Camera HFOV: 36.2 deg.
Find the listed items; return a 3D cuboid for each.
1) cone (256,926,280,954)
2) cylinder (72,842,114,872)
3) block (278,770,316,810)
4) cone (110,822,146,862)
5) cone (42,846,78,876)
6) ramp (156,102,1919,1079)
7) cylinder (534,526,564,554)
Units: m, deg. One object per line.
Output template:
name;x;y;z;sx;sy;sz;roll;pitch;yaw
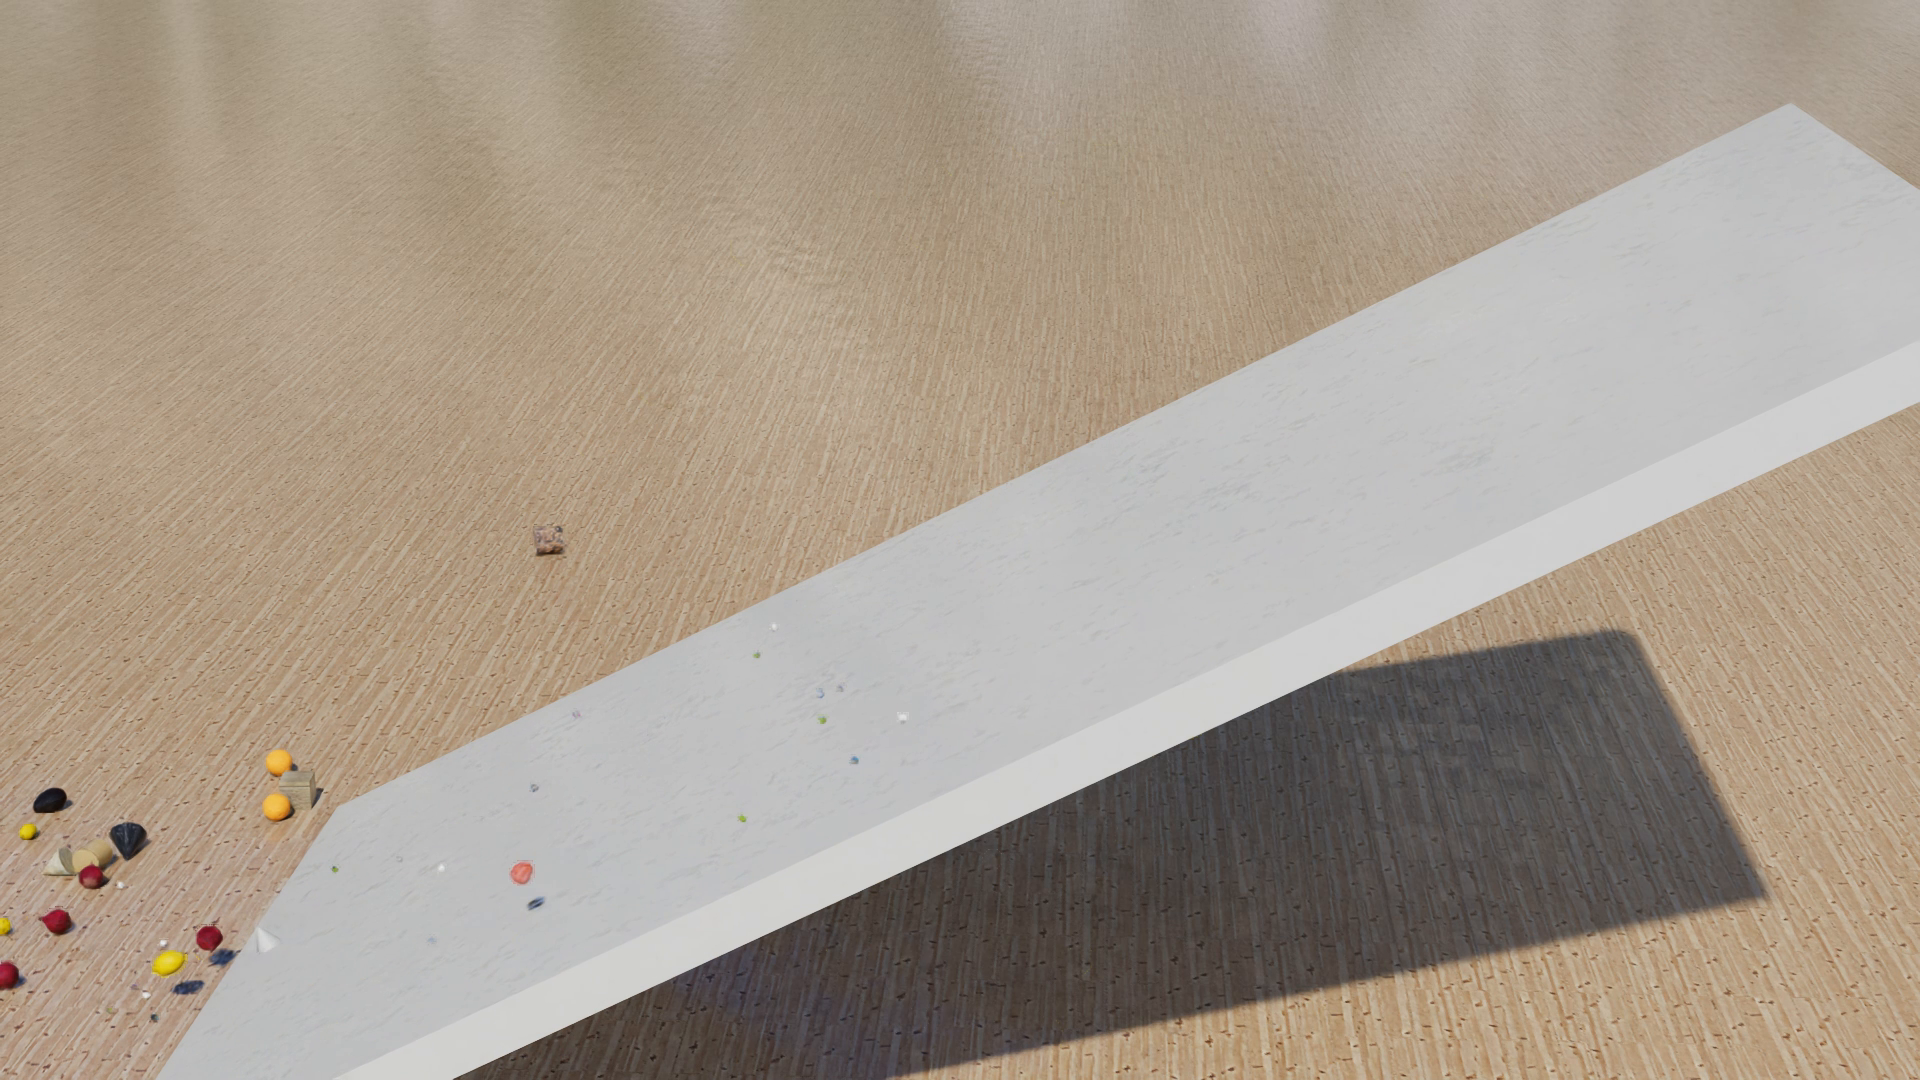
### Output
cone;-1.580;0.894;6.659;0.060;0.060;0.060;-27;14;7
cylinder;-2.184;0.798;7.402;0.072;0.072;0.072;8;-1;23
block;-1.760;0.666;7.819;0.081;0.081;0.081;-1;17;-2
cone;-2.122;0.786;7.494;0.092;0.092;0.092;-3;44;-11
cone;-2.274;0.822;7.383;0.082;0.082;0.082;-26;16;7
ramp;0.140;0.167;6.281;4.000;0.100;2.000;-26;14;10
cylinder;-1.397;0.002;9.981;0.090;0.090;0.090;-3;17;-16
